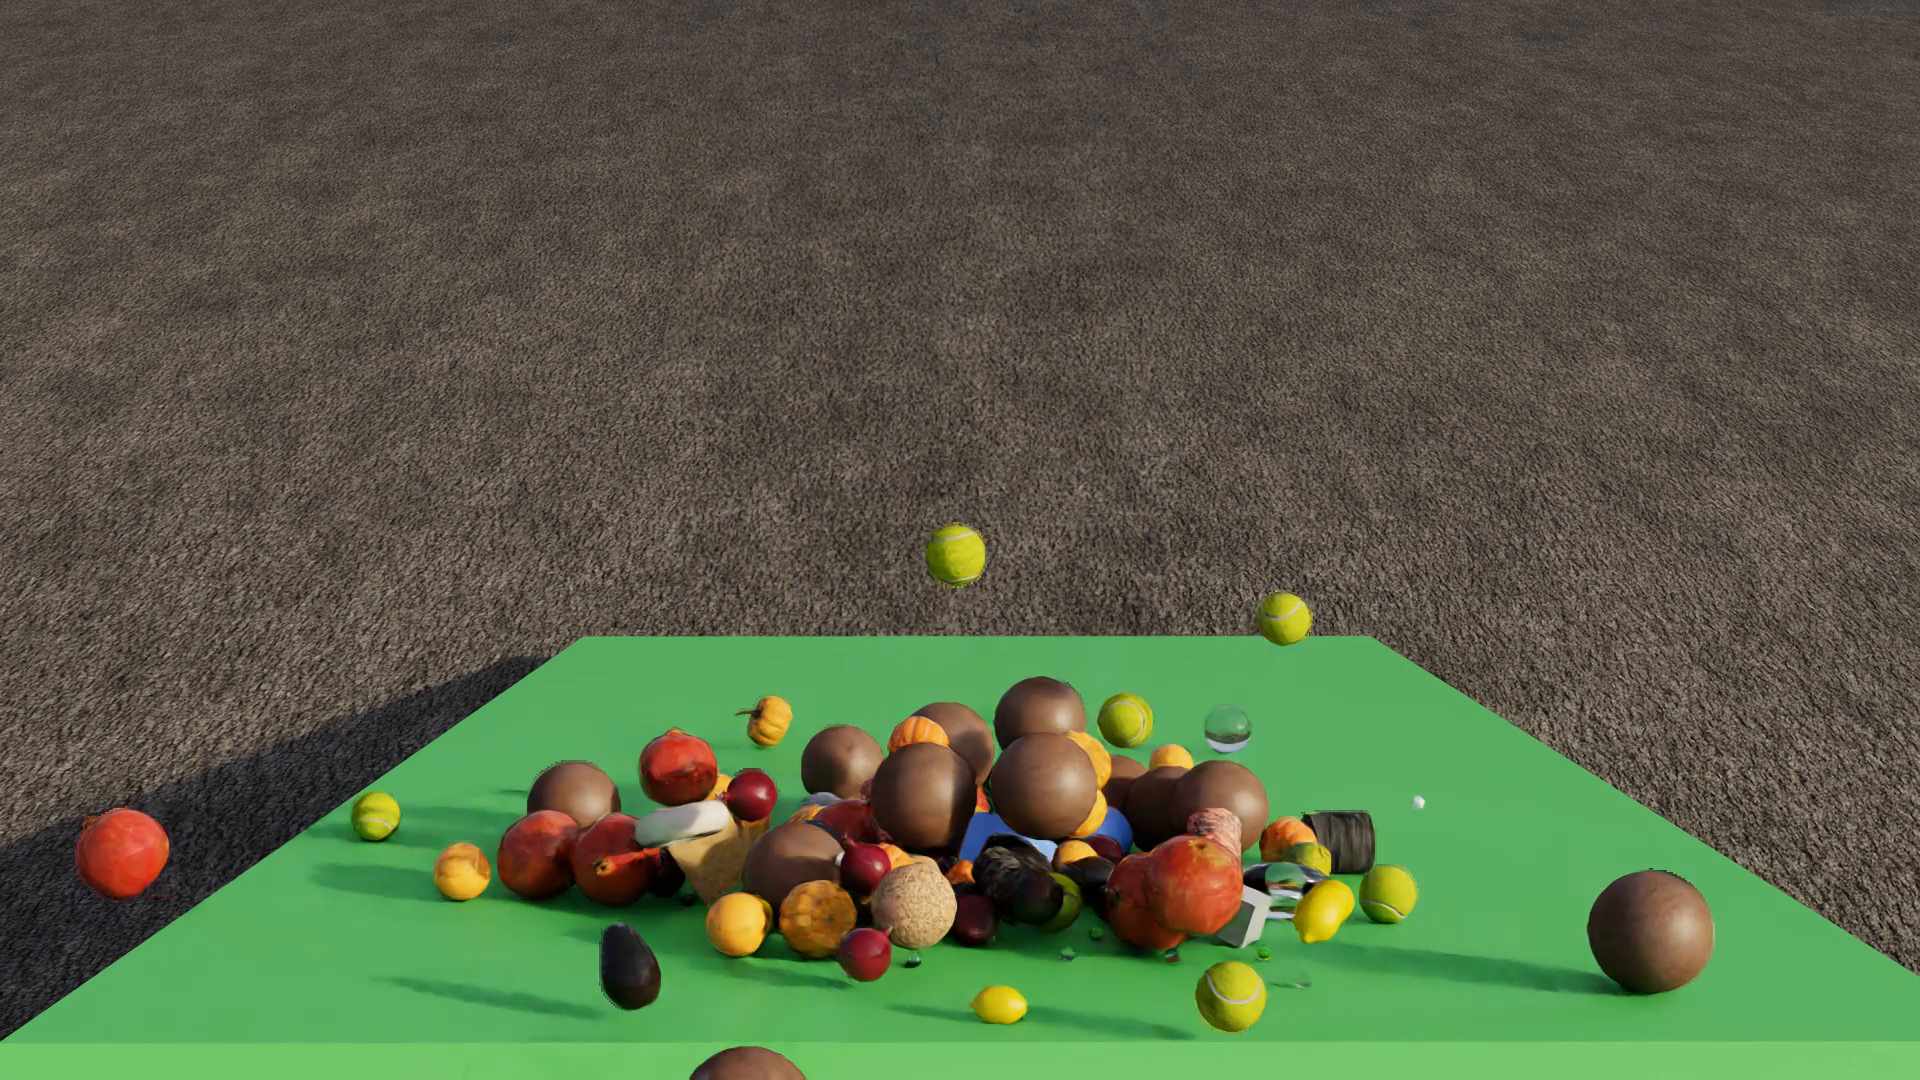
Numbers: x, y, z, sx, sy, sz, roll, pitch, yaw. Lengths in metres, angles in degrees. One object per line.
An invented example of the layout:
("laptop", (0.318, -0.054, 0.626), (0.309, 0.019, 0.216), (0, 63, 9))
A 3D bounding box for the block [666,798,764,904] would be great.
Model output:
("block", (-0.308, 0.392, 3.234), (0.087, 0.087, 0.087), (-33, 6, -3))

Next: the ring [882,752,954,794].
("ring", (-0.059, 0.327, 3.602), (0.109, 0.036, 0.109), (-21, -5, -2))

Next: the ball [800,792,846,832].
("ball", (-0.188, 0.377, 3.533), (0.062, 0.062, 0.062), (0, 20, 0))

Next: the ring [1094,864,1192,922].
("ring", (0.220, 0.426, 3.102), (0.126, 0.042, 0.126), (-19, -2, -1))

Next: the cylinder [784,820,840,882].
("cylinder", (-0.181, 0.379, 3.134), (0.053, 0.053, 0.053), (21, 27, -11))

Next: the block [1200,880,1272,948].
("block", (0.321, 0.434, 2.980), (0.054, 0.054, 0.054), (22, 14, 26))

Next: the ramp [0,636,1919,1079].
("ramp", (0.047, 0.420, 4.534), (2.000, 0.100, 4.000), (0, 4, 0))

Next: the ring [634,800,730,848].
("ring", (-0.339, 0.347, 3.130), (0.118, 0.039, 0.118), (-14, -9, -2))

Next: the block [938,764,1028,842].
("block", (0.031, 0.368, 3.569), (0.087, 0.087, 0.087), (9, -23, -32))

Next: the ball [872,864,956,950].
("ball", (-0.051, 0.406, 2.844), (0.094, 0.094, 0.094), (0, 20, 0))

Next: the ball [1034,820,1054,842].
("ball", (0.101, 0.408, 3.494), (0.055, 0.055, 0.055), (0, 20, 0))

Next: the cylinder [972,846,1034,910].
("cylinder", (0.050, 0.395, 3.000), (0.054, 0.054, 0.054), (-9, 28, -23))

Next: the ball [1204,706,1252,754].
("ball", (0.467, 0.332, 4.477), (0.083, 0.083, 0.083), (0, 20, 0))

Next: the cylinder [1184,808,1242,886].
("cylinder", (0.320, 0.387, 3.242), (0.070, 0.070, 0.070), (1, 44, 2))

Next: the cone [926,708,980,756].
("cone", (-0.030, 0.328, 4.090), (0.088, 0.088, 0.088), (-45, 23, 5))

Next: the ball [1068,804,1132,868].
("ball", (0.188, 0.397, 3.432), (0.085, 0.085, 0.085), (0, 20, 0))

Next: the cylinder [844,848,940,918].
("cylinder", (-0.081, 0.418, 3.101), (0.084, 0.084, 0.084), (3, 17, 40))

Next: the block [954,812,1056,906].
("block", (0.057, 0.397, 3.198), (0.082, 0.082, 0.082), (3, 61, 31))

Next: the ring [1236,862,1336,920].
("ring", (0.388, 0.421, 3.073), (0.124, 0.124, 0.041), (3, 63, 9))
